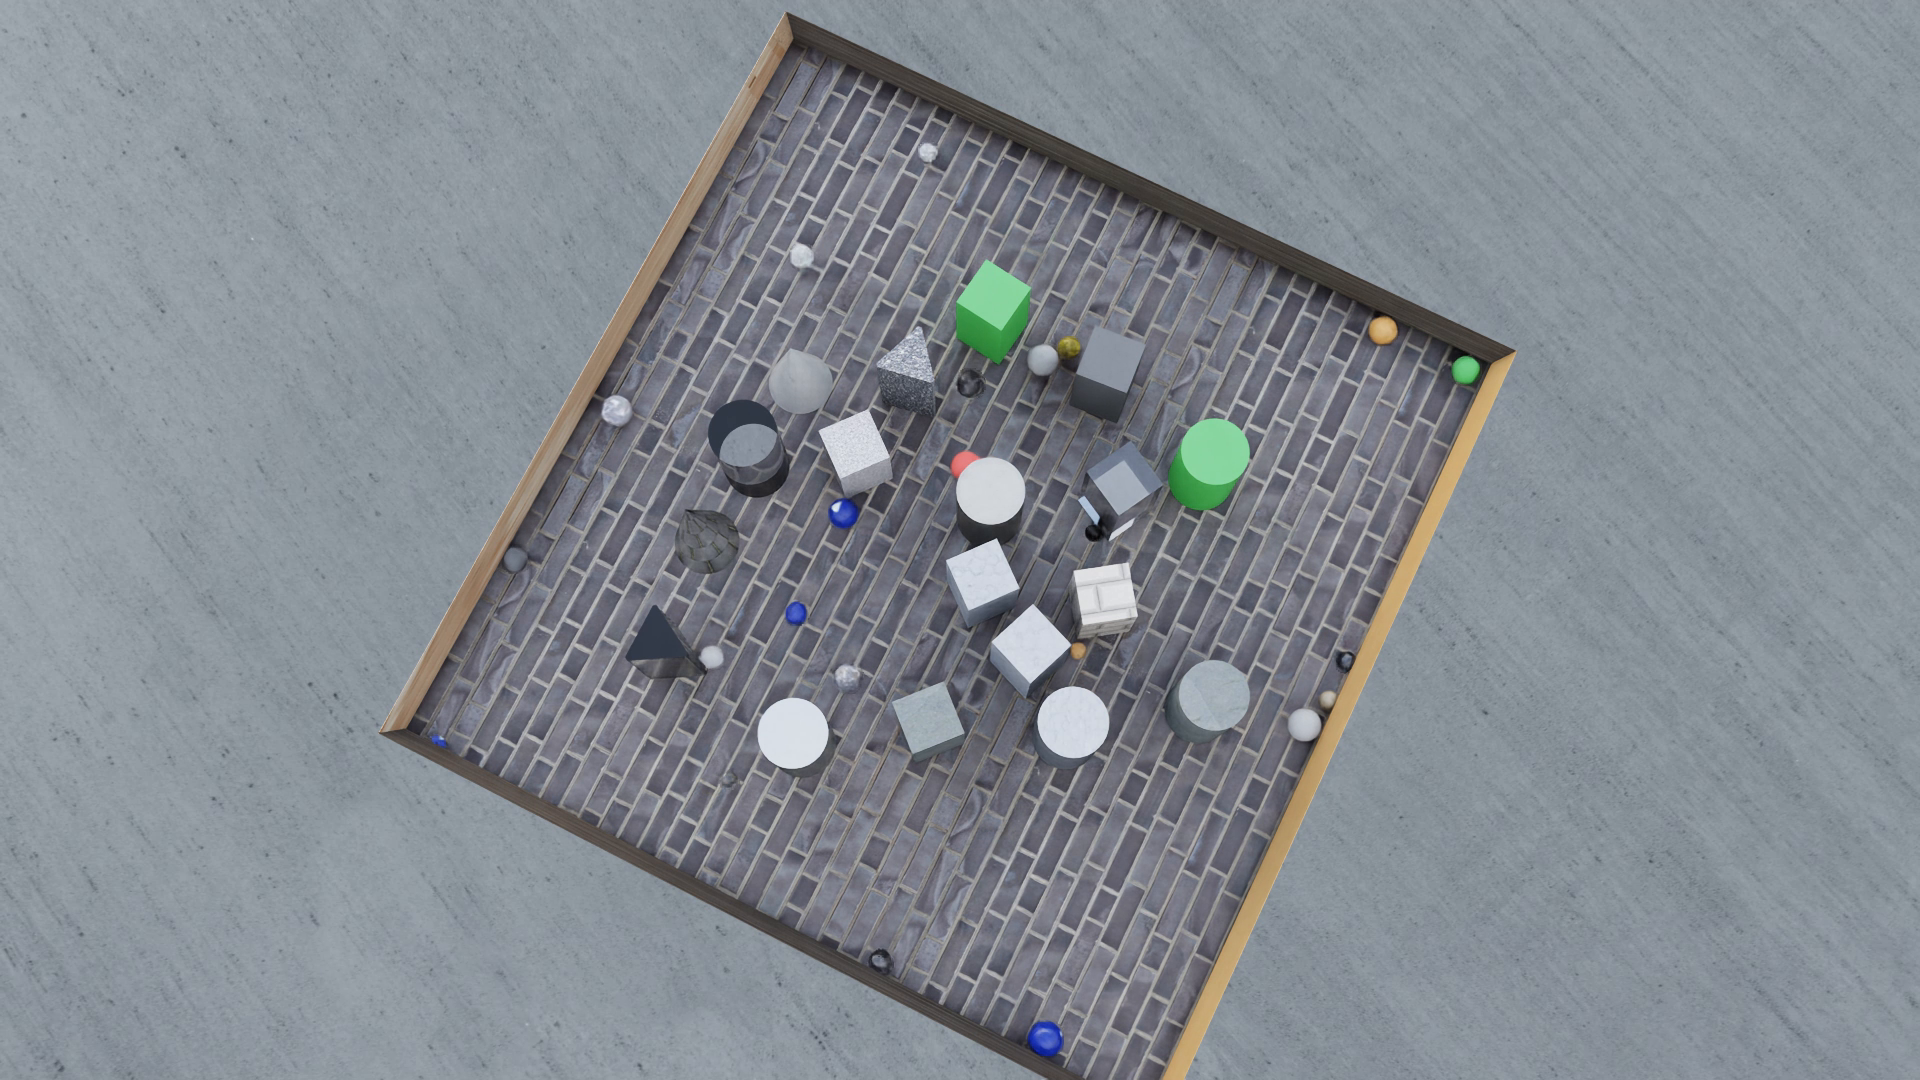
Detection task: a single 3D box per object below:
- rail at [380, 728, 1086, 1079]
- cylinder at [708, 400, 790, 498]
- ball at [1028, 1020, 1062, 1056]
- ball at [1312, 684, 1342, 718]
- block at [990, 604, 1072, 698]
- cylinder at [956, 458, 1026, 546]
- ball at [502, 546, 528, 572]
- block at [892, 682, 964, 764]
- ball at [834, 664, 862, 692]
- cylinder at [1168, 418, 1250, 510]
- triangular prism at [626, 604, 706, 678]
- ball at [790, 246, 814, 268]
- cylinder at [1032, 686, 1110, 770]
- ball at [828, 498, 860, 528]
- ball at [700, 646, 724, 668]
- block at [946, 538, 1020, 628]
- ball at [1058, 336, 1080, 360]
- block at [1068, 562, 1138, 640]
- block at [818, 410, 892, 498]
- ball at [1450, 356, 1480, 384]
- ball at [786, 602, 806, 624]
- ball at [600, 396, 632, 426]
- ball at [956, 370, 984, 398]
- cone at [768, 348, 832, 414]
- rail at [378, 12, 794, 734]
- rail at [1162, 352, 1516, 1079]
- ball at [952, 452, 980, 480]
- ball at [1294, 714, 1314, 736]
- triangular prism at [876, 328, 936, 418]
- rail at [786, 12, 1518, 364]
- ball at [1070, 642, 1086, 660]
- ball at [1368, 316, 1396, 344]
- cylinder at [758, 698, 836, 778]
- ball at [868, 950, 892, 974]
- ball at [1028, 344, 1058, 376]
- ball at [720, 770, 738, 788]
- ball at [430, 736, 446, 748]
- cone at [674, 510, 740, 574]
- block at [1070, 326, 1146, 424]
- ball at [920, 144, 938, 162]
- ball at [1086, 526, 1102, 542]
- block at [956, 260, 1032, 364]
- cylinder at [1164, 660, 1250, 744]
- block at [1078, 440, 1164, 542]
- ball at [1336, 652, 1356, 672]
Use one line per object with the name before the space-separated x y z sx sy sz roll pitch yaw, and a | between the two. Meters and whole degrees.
rail | -0.564 1.112 5.319 2.527 0.130 0.045 26 80 5
cylinder | -0.626 -0.268 5.470 0.200 0.396 0.200 0 78 0
ball | 0.245 1.434 5.269 0.100 0.100 0.100 0 78 0
ball | 1.104 0.481 5.485 0.099 0.099 0.099 0 78 0
block | 0.202 0.330 5.354 0.160 0.381 0.160 -42 81 -8
cylinder | 0.089 -0.108 5.464 0.200 0.342 0.200 0 78 0
ball | -1.351 0.058 5.566 0.076 0.076 0.076 0 78 0
block | -0.090 0.535 5.352 0.160 0.302 0.160 -21 79 -4
ball | -0.337 0.414 5.489 0.083 0.083 0.083 0 78 0
cylinder | 0.742 -0.223 5.491 0.200 0.337 0.200 0 78 0
triangular prism | -0.855 0.296 5.347 0.173 0.408 0.150 -4 78 -1
ball | -0.496 -0.890 5.764 0.073 0.073 0.073 0 78 0
cylinder | 0.316 0.548 5.302 0.200 0.395 0.200 0 78 0
ball | -0.353 -0.081 5.586 0.093 0.093 0.093 0 78 0
ball | -0.746 0.351 5.508 0.070 0.070 0.070 0 78 0
block | 0.065 0.131 5.425 0.160 0.323 0.160 -23 79 -5
ball | 0.340 -0.597 5.704 0.071 0.071 0.071 0 78 0
block | 0.421 0.184 5.433 0.160 0.285 0.160 -9 78 -2
block | -0.312 -0.256 5.533 0.160 0.267 0.160 -24 79 -5
ball | 1.567 -0.527 5.682 0.089 0.089 0.089 0 78 0
ball | -0.496 0.220 5.538 0.066 0.066 0.066 0 78 0
ball | -1.059 -0.398 5.650 0.096 0.096 0.096 0 78 0
ball | 0.031 -0.484 5.674 0.084 0.084 0.084 0 78 0
cone | -0.497 -0.526 5.543 0.200 0.357 0.200 0 78 0
rail | -1.109 -0.536 5.660 0.045 0.130 2.570 26 80 5
rail | 1.109 0.550 5.436 0.045 0.130 2.570 26 80 5
ball | 0.021 -0.224 5.614 0.096 0.096 0.096 0 78 0
ball | 1.025 0.550 5.452 0.062 0.062 0.062 0 78 0
triangular prism | -0.139 -0.515 5.529 0.173 0.381 0.150 17 79 3
rail | 0.564 -1.098 5.777 2.527 0.130 0.045 26 80 5
ball | 0.356 0.333 5.522 0.051 0.051 0.051 0 78 0
ball | 1.316 -0.652 5.706 0.087 0.087 0.087 0 78 0
cylinder | -0.471 0.578 5.327 0.200 0.333 0.200 0 78 0
ball | -0.232 1.228 5.326 0.072 0.072 0.072 0 78 0
ball | 0.258 -0.556 5.682 0.098 0.098 0.098 0 78 0
ball | -0.687 0.710 5.444 0.050 0.050 0.050 0 78 0
ball | -1.558 0.607 5.467 0.047 0.047 0.047 0 78 0
cone | -0.775 -0.040 5.391 0.200 0.459 0.200 0 78 0
block | 0.443 -0.497 5.548 0.160 0.337 0.160 22 79 4
ball | -0.102 -1.234 5.843 0.057 0.057 0.057 0 78 0
ball | 0.407 -0.020 5.595 0.051 0.051 0.051 0 78 0
block | 0.100 -0.690 5.585 0.160 0.341 0.160 33 80 6
cylinder | 0.715 0.474 5.330 0.200 0.370 0.200 0 78 0
block | 0.475 -0.141 5.456 0.160 0.371 0.160 -34 80 -7
ball | 1.163 0.366 5.509 0.062 0.062 0.062 0 78 0
